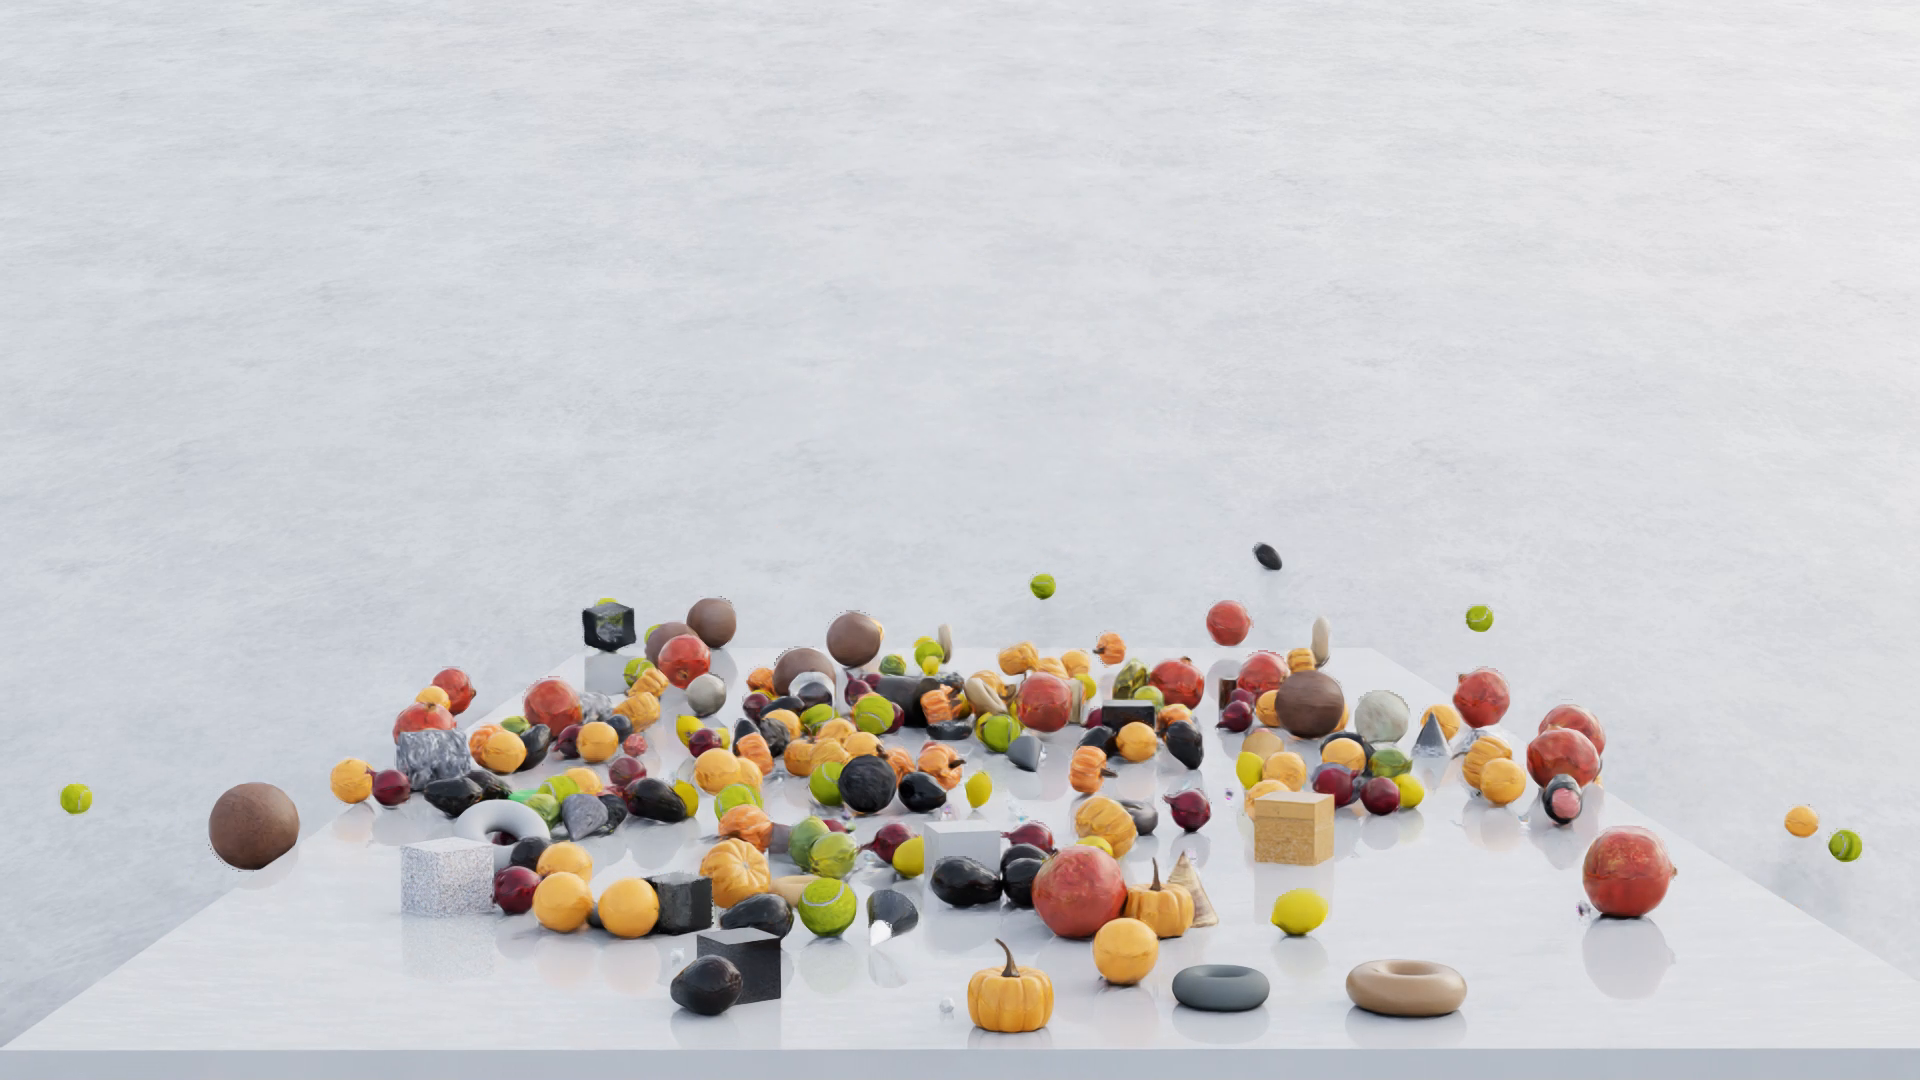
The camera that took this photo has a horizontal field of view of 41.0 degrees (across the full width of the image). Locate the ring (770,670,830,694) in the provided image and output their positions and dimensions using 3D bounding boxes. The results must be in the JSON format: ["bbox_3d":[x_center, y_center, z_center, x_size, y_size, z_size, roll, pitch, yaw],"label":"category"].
[{"bbox_3d":[-0.346,0.307,5.574,0.133,0.044,0.133,0,2,0],"label":"ring"}]

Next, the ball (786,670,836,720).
[{"bbox_3d":[-0.293,0.308,5.079,0.098,0.098,0.098,0,21,0],"label":"ball"}]

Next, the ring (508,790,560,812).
[{"bbox_3d":[-0.661,0.406,3.992,0.083,0.028,0.083,-1,4,0],"label":"ring"}]

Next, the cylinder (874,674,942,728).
[{"bbox_3d":[-0.101,0.313,4.997,0.096,0.096,0.096,2,18,34],"label":"cylinder"}]

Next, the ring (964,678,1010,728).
[{"bbox_3d":[0.052,0.315,4.985,0.039,0.117,0.117,-41,21,8],"label":"ring"}]

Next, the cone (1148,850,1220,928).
[{"bbox_3d":[0.274,0.422,3.148,0.088,0.088,0.088,0,3,0],"label":"cone"}]

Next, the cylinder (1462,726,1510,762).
[{"bbox_3d":[0.919,0.358,4.495,0.062,0.062,0.062,16,2,36],"label":"cylinder"}]

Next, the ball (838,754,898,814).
[{"bbox_3d":[-0.142,0.376,3.959,0.090,0.090,0.090,0,21,0],"label":"ball"}]

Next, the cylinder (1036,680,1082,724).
[{"bbox_3d":[0.196,0.317,5.032,0.084,0.084,0.084,0,21,6],"label":"cylinder"}]

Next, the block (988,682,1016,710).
[{"bbox_3d":[0.079,0.321,5.252,0.052,0.052,0.052,2,4,27],"label":"block"}]

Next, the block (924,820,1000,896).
[{"bbox_3d":[0.002,0.414,3.349,0.083,0.083,0.083,-1,3,-14],"label":"block"}]

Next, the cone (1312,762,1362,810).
[{"bbox_3d":[0.570,0.401,3.974,0.082,0.082,0.082,9,34,22],"label":"cone"}]

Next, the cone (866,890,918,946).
[{"bbox_3d":[-0.092,0.459,3.031,0.066,0.066,0.066,8,32,19],"label":"cone"}]

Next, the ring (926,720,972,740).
[{"bbox_3d":[-0.020,0.357,4.822,0.086,0.029,0.086,0,4,0],"label":"ring"}]

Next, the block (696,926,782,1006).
[{"bbox_3d":[-0.237,0.456,2.753,0.066,0.066,0.066,-2,4,-35],"label":"block"}]

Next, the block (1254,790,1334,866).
[{"bbox_3d":[0.464,0.399,3.566,0.087,0.087,0.087,2,4,26],"label":"block"}]

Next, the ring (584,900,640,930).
[{"bbox_3d":[-0.419,0.455,3.127,0.078,0.026,0.078,1,4,0],"label":"ring"}]

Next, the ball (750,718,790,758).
[{"bbox_3d":[-0.336,0.351,4.555,0.071,0.071,0.071,0,21,0],"label":"ball"}]

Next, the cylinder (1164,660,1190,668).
[{"bbox_3d":[0.480,0.292,5.682,0.053,0.053,0.053,4,21,-3],"label":"cylinder"}]

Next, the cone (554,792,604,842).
[{"bbox_3d":[-0.554,0.418,3.735,0.071,0.071,0.071,-2,45,-5],"label":"cone"}]

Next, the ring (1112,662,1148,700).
[{"bbox_3d":[0.343,0.298,5.187,0.036,0.109,0.109,20,28,27],"label":"ring"}]

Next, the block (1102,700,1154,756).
[{"bbox_3d":[0.301,0.338,4.613,0.090,0.090,0.090,0,3,2],"label":"block"}]

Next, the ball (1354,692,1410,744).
[{"bbox_3d":[0.770,0.328,4.696,0.100,0.100,0.100,0,21,0],"label":"ball"}]

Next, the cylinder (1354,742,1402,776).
[{"bbox_3d":[0.707,0.370,4.343,0.056,0.056,0.056,-2,18,-39],"label":"cylinder"}]

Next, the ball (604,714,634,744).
[{"bbox_3d":[-0.630,0.349,4.748,0.054,0.054,0.054,0,21,0],"label":"ball"}]

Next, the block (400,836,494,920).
[{"bbox_3d":[-0.642,0.422,3.217,0.082,0.082,0.082,3,5,44],"label":"block"}]

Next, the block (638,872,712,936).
[{"bbox_3d":[-0.344,0.439,3.102,0.061,0.061,0.061,3,4,39],"label":"block"}]

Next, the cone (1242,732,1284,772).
[{"bbox_3d":[0.519,0.379,4.401,0.073,0.073,0.073,2,30,5],"label":"cone"}]

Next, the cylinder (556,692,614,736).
[{"bbox_3d":[-0.710,0.329,4.860,0.078,0.078,0.078,17,12,37],"label":"cylinder"}]

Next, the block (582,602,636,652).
[{"bbox_3d":[-0.882,0.217,6.464,0.091,0.091,0.091,14,22,38],"label":"block"}]

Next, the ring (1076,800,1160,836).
[{"bbox_3d":[0.233,0.410,3.790,0.122,0.041,0.122,-1,4,0],"label":"ring"}]

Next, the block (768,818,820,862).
[{"bbox_3d":[-0.230,0.417,3.573,0.051,0.051,0.051,-3,4,-42],"label":"block"}]

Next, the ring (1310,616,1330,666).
[{"bbox_3d":[0.832,0.234,5.934,0.038,0.115,0.115,6,21,9],"label":"ring"}]

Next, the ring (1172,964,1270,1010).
[{"bbox_3d":[0.276,0.474,2.722,0.104,0.035,0.104,0,2,0],"label":"ring"}]

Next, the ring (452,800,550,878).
[{"bbox_3d":[-0.619,0.403,3.466,0.132,0.044,0.132,10,37,-8],"label":"ring"}]

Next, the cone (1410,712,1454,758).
[{"bbox_3d":[0.844,0.344,4.596,0.080,0.080,0.080,0,3,0],"label":"cone"}]

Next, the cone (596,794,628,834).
[{"bbox_3d":[-0.518,0.417,3.793,0.059,0.059,0.059,-4,31,-10],"label":"cone"}]

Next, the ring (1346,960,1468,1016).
[{"bbox_3d":[0.470,0.471,2.705,0.127,0.042,0.127,1,2,0],"label":"ring"}]

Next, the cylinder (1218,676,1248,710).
[{"bbox_3d":[0.562,0.314,5.276,0.062,0.062,0.062,0,3,0],"label":"cylinder"}]

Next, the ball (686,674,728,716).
[{"bbox_3d":[-0.509,0.311,5.163,0.082,0.082,0.082,0,21,0],"label":"ball"}]

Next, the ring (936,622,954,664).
[{"bbox_3d":[-0.036,0.243,6.061,0.033,0.098,0.098,4,21,-3],"label":"ring"}]

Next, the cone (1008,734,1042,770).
[{"bbox_3d":[0.121,0.380,4.422,0.064,0.064,0.064,-6,32,-16],"label":"cone"}]

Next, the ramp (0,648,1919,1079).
[{"bbox_3d":[0.048,0.438,4.532,2.000,0.100,4.000,0,3,0],"label":"ramp"}]

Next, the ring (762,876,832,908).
[{"bbox_3d":[-0.206,0.446,3.261,0.089,0.030,0.089,-1,3,0],"label":"ring"}]
